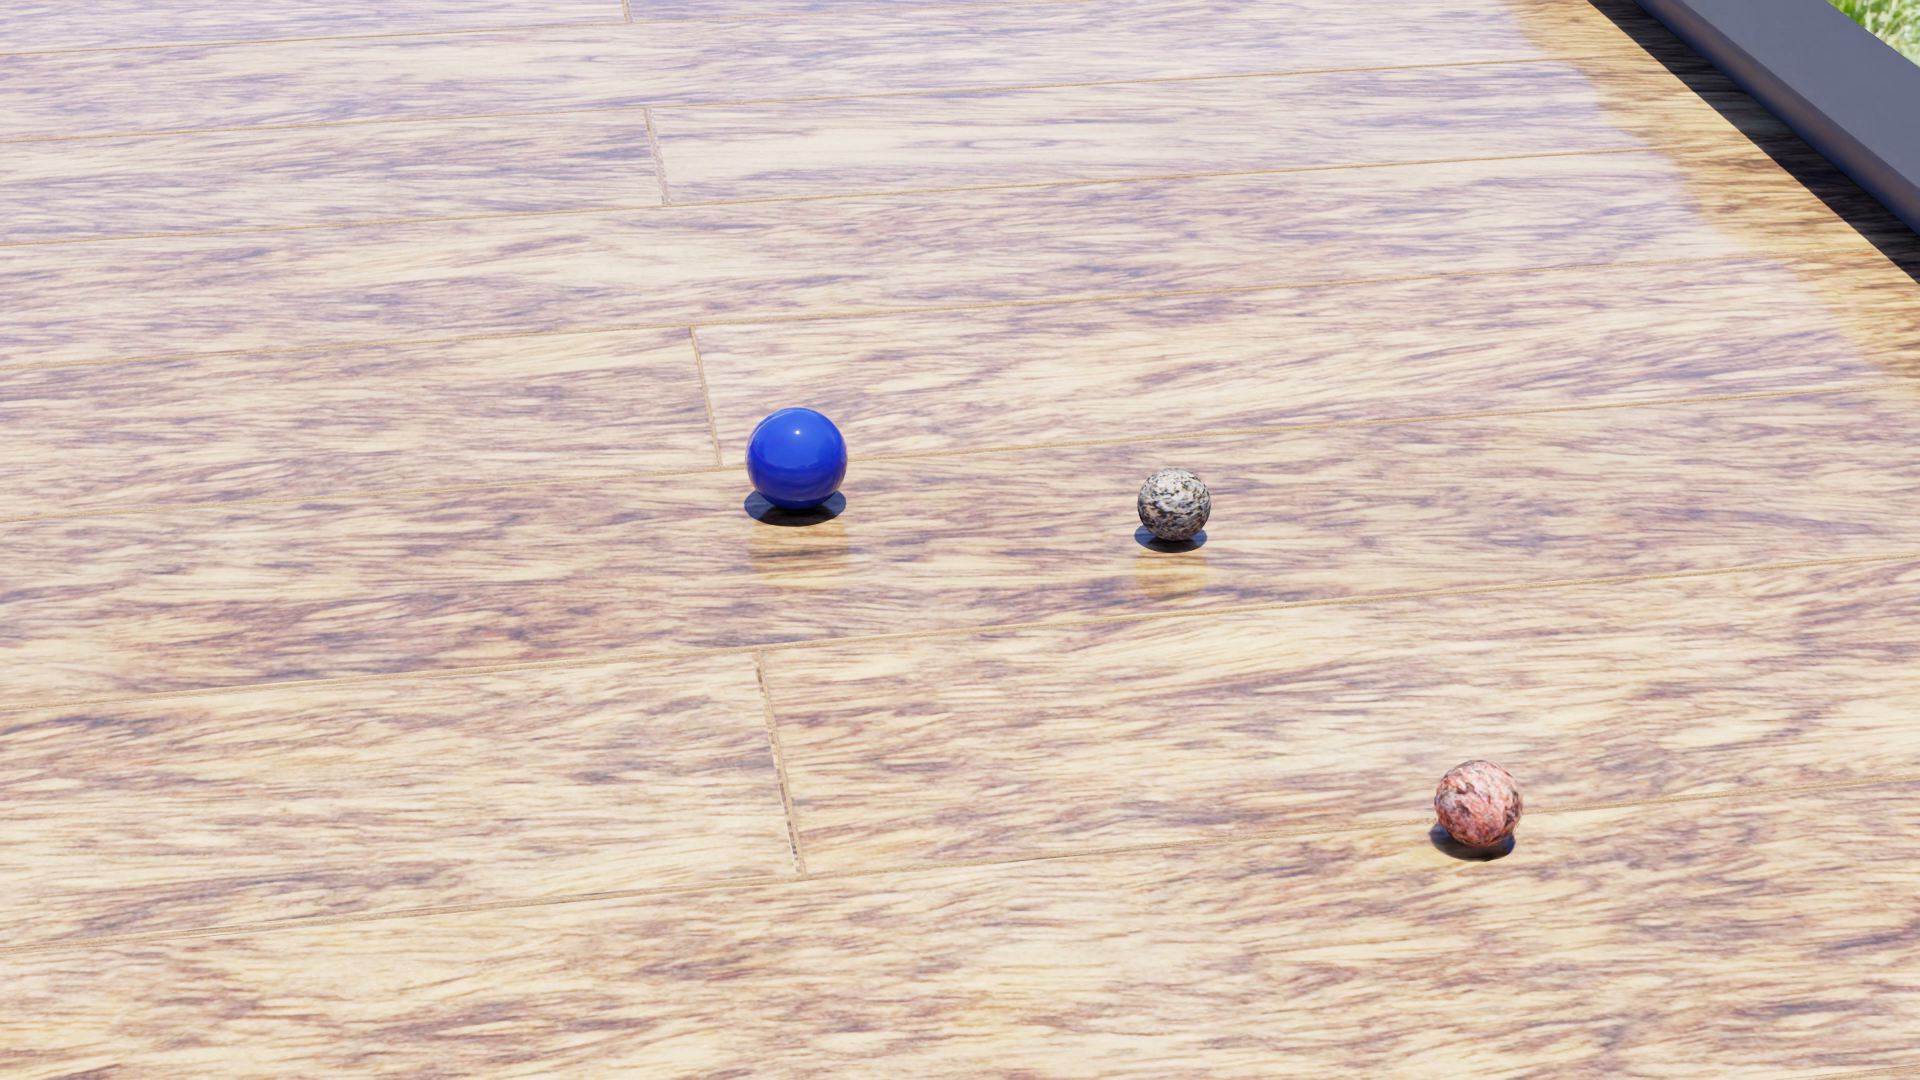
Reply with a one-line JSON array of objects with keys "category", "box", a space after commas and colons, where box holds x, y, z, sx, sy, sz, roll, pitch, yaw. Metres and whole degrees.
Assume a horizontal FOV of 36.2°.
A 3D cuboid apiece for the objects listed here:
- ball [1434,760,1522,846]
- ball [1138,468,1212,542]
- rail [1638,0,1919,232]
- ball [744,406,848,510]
[{"category": "ball", "box": [0.280, 0.142, 1.590, 0.047, 0.047, 0.047, 0, 28, 0]}, {"category": "ball", "box": [0.139, -0.023, 1.905, 0.048, 0.048, 0.048, 0, 28, 0]}, {"category": "rail", "box": [0.701, -0.463, 2.660, 0.045, 0.126, 3.252, -4, 28, -8]}, {"category": "ball", "box": [-0.108, -0.054, 1.941, 0.068, 0.068, 0.068, 0, 28, 0]}]
